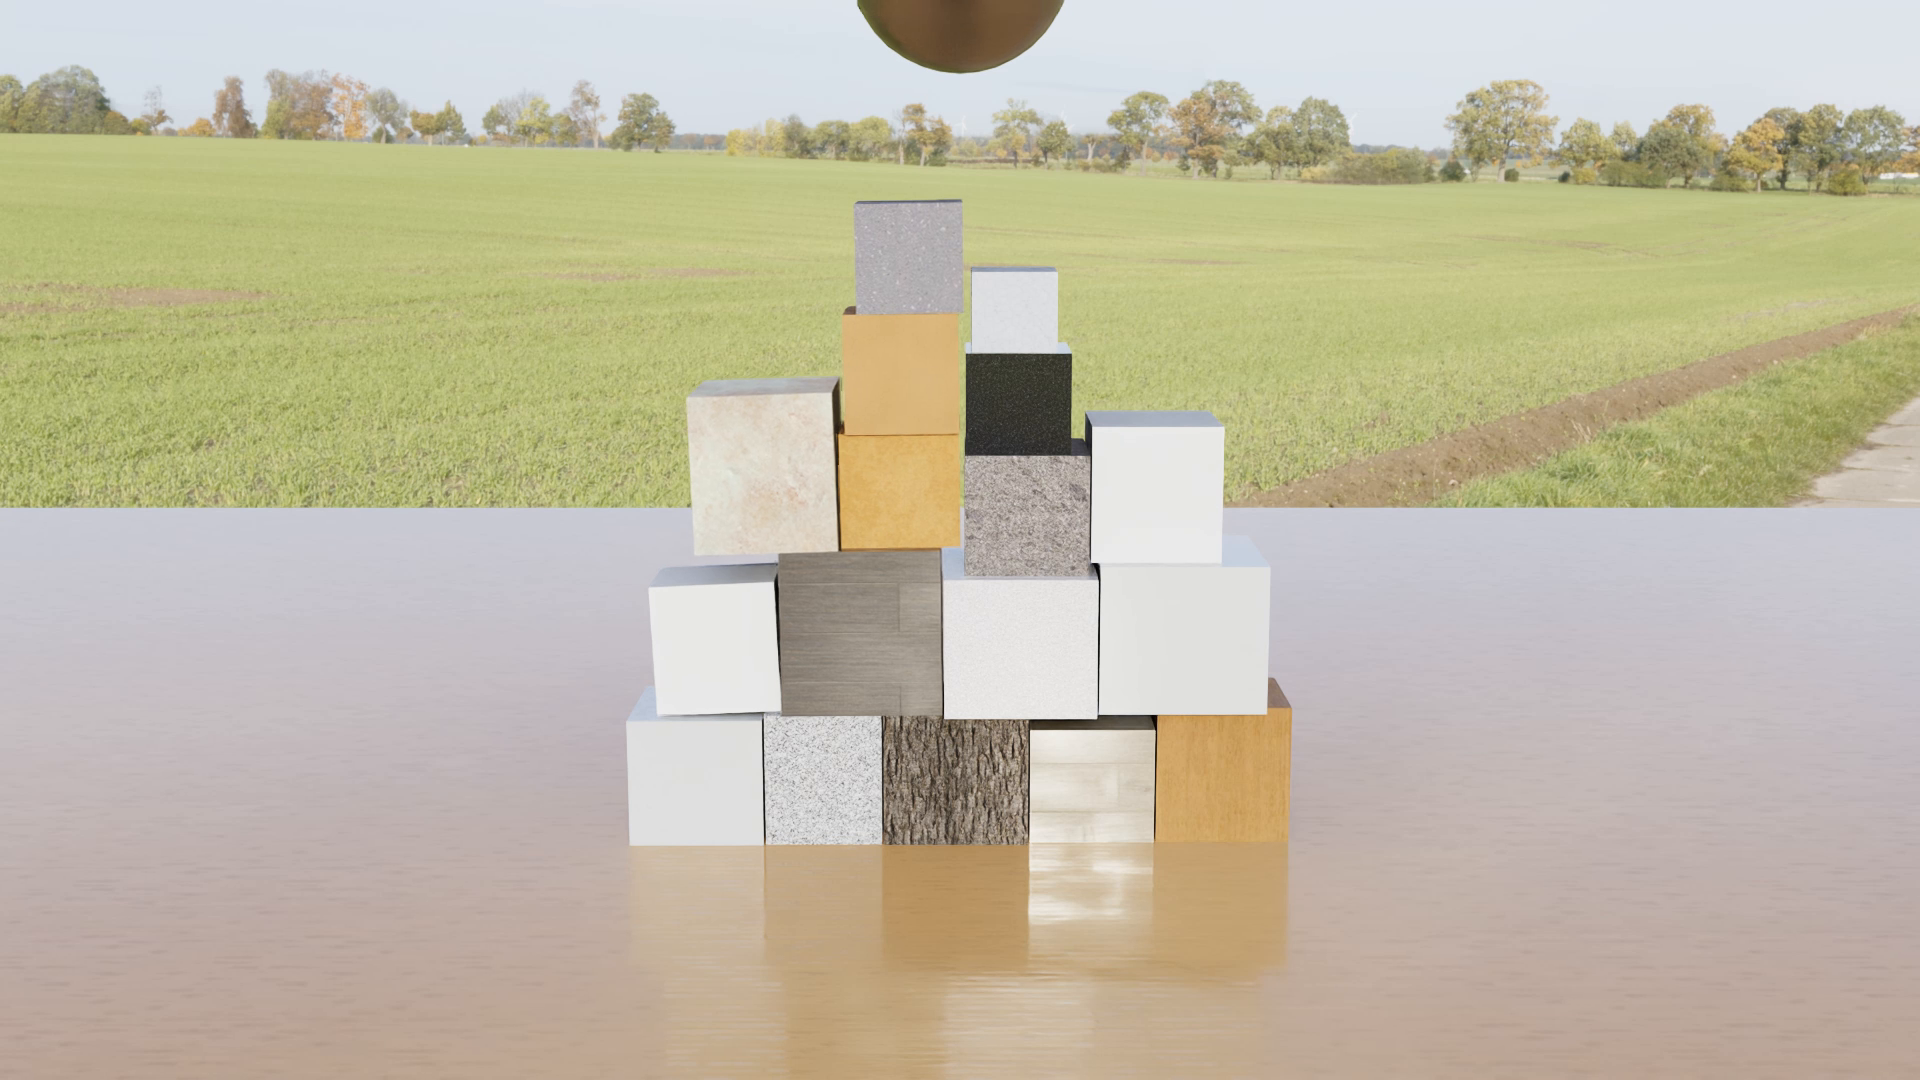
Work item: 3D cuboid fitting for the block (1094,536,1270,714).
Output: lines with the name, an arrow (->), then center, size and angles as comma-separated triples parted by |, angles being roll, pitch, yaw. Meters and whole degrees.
block -> 1.106, 0.420, 11.270 | 0.832, 0.744, 0.880 | 0, 10, 0

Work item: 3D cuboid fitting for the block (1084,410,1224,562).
block -> 0.972, -0.279, 11.147 | 0.645, 0.676, 0.660 | 0, 10, 0

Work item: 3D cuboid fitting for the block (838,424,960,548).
block -> -0.297, -0.292, 11.138 | 0.593, 0.569, 0.548 | -1, 10, 0

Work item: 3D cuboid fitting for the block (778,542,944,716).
block -> -0.492, 0.405, 11.248 | 0.799, 0.833, 0.708 | -1, 10, 0

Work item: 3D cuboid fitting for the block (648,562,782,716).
block -> -1.227, 0.502, 11.273 | 0.625, 0.661, 0.525 | -2, 10, 0

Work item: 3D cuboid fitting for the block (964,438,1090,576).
block -> 0.331, -0.174, 11.149 | 0.616, 0.601, 0.651 | 0, 10, 0

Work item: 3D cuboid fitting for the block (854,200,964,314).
block -> -0.247, -1.409, 10.905 | 0.523, 0.531, 0.566 | -1, 10, 0

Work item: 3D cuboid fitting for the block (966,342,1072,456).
block -> 0.287, -0.714, 11.032 | 0.518, 0.502, 0.577 | 0, 10, 0

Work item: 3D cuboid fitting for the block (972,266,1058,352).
block -> 0.266, -1.153, 10.954 | 0.419, 0.390, 0.470 | 0, 10, 0

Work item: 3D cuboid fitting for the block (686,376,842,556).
block -> -0.964, -0.386, 11.116 | 0.704, 0.782, 0.768 | -2, 10, 0

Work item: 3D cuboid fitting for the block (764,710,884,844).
block -> -0.687, 1.147, 11.385 | 0.587, 0.669, 0.685 | 0, 10, 0

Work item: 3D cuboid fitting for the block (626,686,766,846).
block -> -1.328, 1.158, 11.390 | 0.676, 0.646, 0.727 | 0, 10, 0

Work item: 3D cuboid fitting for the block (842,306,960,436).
block -> -0.287, -0.857, 11.005 | 0.564, 0.590, 0.552 | -1, 10, 0

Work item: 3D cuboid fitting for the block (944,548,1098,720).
block -> 0.301, 0.468, 11.261 | 0.758, 0.702, 0.842 | 0, 10, 0

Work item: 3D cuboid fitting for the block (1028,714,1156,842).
block -> 0.667, 1.185, 11.408 | 0.628, 0.586, 0.654 | 0, 10, 0

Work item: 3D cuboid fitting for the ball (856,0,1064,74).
ball -> 0.000, -4.126, 15.619 | 1.600, 1.600, 1.600 | 0, 10, 0

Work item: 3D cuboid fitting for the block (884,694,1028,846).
block -> -0.020, 1.147, 11.371 | 0.726, 0.675, 0.677 | 0, 10, 0

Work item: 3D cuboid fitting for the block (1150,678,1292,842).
block -> 1.328, 1.129, 11.403 | 0.675, 0.698, 0.642 | 0, 10, 0
